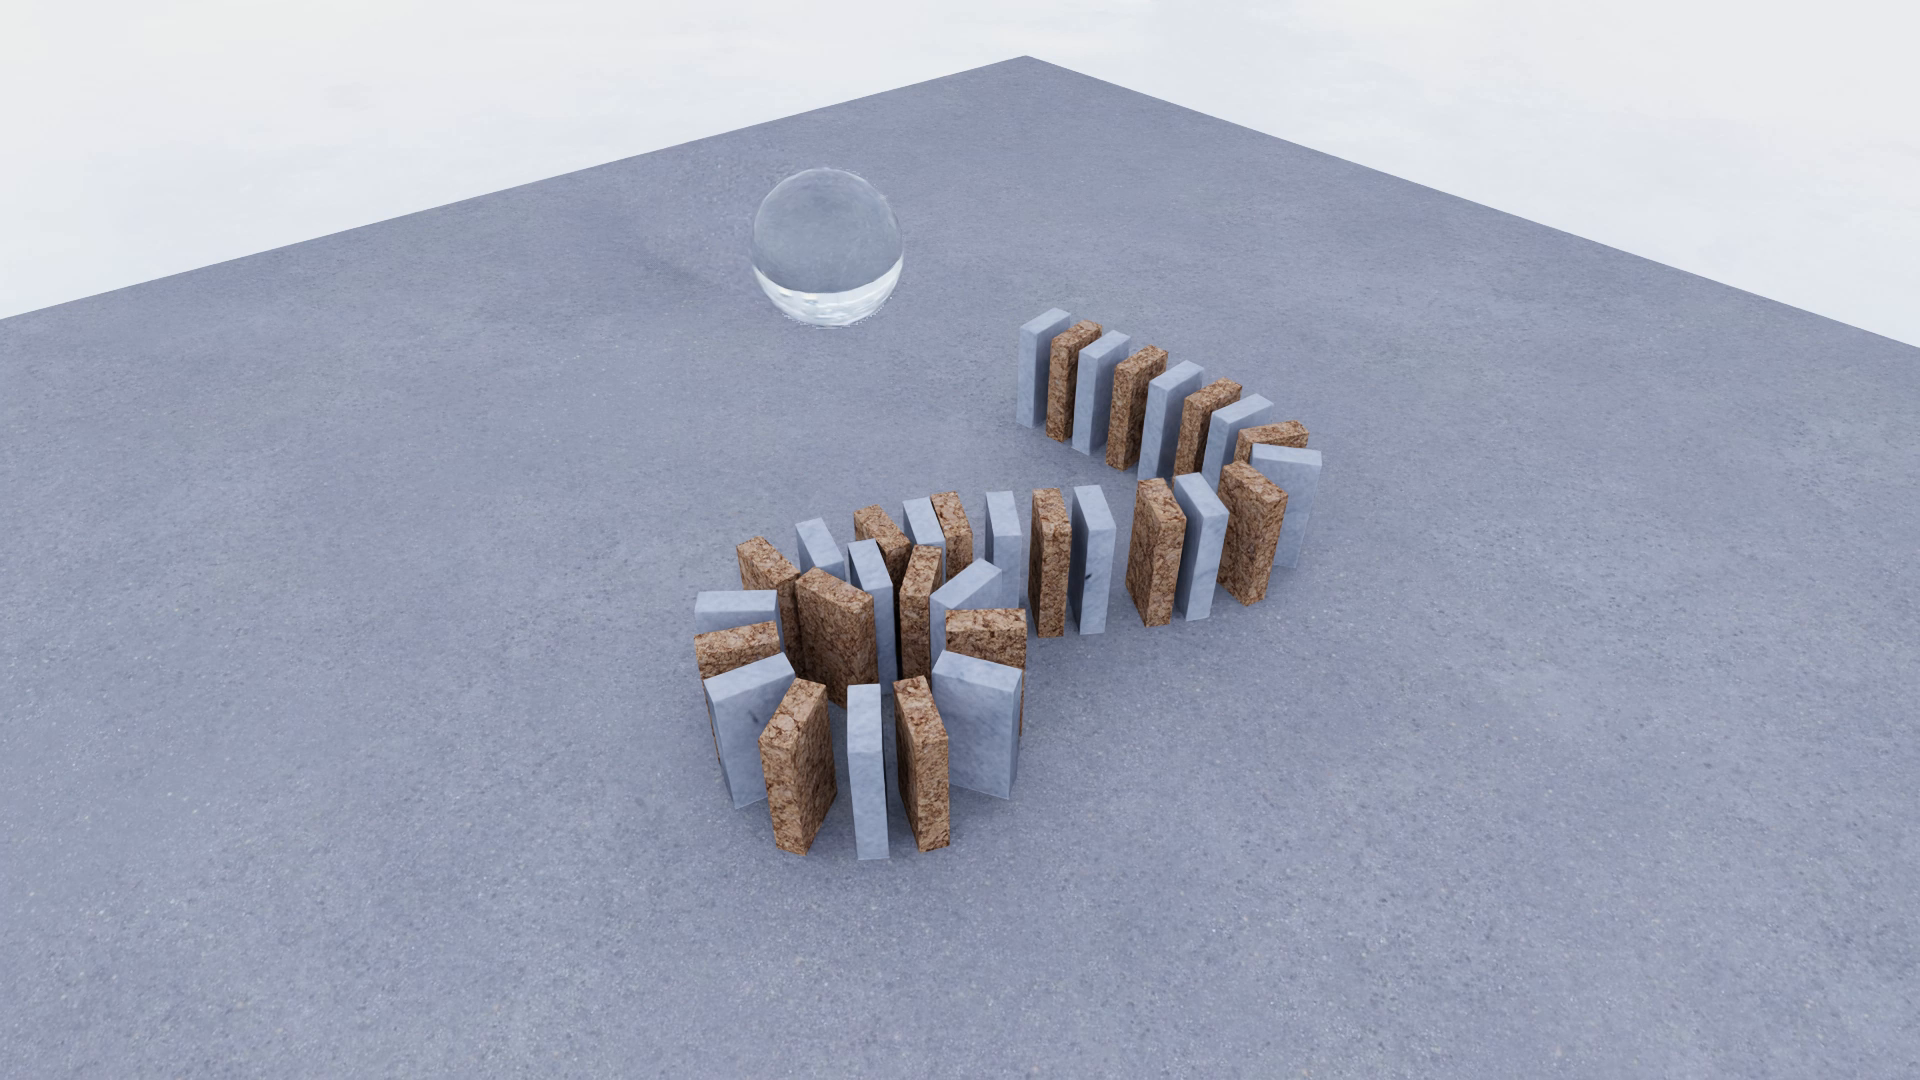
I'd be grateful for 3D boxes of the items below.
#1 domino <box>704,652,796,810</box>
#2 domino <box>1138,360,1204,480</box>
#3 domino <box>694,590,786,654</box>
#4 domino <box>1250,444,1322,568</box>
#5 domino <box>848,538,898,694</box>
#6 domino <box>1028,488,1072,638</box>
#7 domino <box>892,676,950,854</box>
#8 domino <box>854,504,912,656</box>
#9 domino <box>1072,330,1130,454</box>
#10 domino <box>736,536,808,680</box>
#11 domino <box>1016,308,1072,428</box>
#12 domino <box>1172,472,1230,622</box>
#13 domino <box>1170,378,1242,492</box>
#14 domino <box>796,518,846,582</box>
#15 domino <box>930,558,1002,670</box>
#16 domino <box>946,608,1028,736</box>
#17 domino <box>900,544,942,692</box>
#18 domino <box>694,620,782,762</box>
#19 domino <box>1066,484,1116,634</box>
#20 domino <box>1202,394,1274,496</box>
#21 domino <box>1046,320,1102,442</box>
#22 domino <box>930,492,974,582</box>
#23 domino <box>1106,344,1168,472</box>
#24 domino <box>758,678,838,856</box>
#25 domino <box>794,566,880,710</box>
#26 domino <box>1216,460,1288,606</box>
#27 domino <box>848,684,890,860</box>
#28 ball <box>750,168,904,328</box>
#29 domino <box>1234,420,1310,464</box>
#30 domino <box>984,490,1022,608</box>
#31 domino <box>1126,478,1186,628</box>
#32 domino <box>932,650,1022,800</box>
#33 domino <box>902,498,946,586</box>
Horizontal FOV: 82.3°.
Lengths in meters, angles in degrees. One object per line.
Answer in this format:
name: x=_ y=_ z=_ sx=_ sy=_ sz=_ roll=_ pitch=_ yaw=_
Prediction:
domino: x=-0.062 y=0.059 z=0.339 sx=0.025 sy=0.050 sz=0.009 roll=-19 pitch=43 yaw=-21
domino: x=0.090 y=-0.049 z=0.472 sx=0.025 sy=0.050 sz=0.009 roll=-32 pitch=49 yaw=-33
domino: x=-0.071 y=0.039 z=0.364 sx=0.025 sy=0.050 sz=0.010 roll=-1 pitch=39 yaw=-2
domino: x=0.122 y=-0.013 z=0.427 sx=0.025 sy=0.050 sz=0.009 roll=8 pitch=40 yaw=9
domino: x=-0.030 y=0.027 z=0.378 sx=0.010 sy=0.050 sz=0.025 roll=-11 pitch=41 yaw=-13
domino: x=0.032 y=0.009 z=0.401 sx=0.009 sy=0.050 sz=0.025 roll=-4 pitch=39 yaw=-5
domino: x=-0.011 y=0.068 z=0.329 sx=0.009 sy=0.050 sz=0.025 roll=-11 pitch=41 yaw=-13
domino: x=-0.027 y=0.015 z=0.393 sx=0.009 sy=0.050 sz=0.025 roll=-20 pitch=43 yaw=-23
domino: x=0.063 y=-0.066 z=0.491 sx=0.009 sy=0.050 sz=0.025 roll=29 pitch=48 yaw=31
domino: x=-0.064 y=0.026 z=0.380 sx=0.009 sy=0.050 sz=0.025 roll=-28 pitch=47 yaw=-29
domino: x=0.038 y=-0.079 z=0.508 sx=0.010 sy=0.050 sz=0.025 roll=30 pitch=48 yaw=31
domino: x=0.086 y=0.003 z=0.408 sx=0.009 sy=0.050 sz=0.025 roll=-10 pitch=40 yaw=-11
domino: x=0.103 y=-0.041 z=0.461 sx=0.025 sy=0.050 sz=0.009 roll=-29 pitch=47 yaw=-31
domino: x=-0.048 y=0.020 z=0.387 sx=0.010 sy=0.050 sz=0.025 roll=-15 pitch=42 yaw=-18
domino: x=0.002 y=0.033 z=0.371 sx=0.009 sy=0.050 sz=0.025 roll=29 pitch=47 yaw=30
domino: x=0.008 y=0.044 z=0.358 sx=0.025 sy=0.050 sz=0.010 roll=-1 pitch=39 yaw=-2
domino: x=-0.013 y=0.029 z=0.376 sx=0.009 sy=0.050 sz=0.025 roll=6 pitch=40 yaw=7
domino: x=-0.068 y=0.049 z=0.351 sx=0.025 sy=0.050 sz=0.009 roll=-10 pitch=40 yaw=-12
domino: x=0.047 y=0.008 z=0.402 sx=0.010 sy=0.050 sz=0.025 roll=-5 pitch=40 yaw=-6
domino: x=0.112 y=-0.033 z=0.452 sx=0.025 sy=0.050 sz=0.009 roll=-24 pitch=45 yaw=-26
domino: x=0.052 y=-0.072 z=0.499 sx=0.009 sy=0.050 sz=0.025 roll=29 pitch=47 yaw=31
domino: x=-0.003 y=0.010 z=0.399 sx=0.009 sy=0.050 sz=0.025 roll=-9 pitch=40 yaw=-10
domino: x=0.077 y=-0.057 z=0.481 sx=0.009 sy=0.050 sz=0.025 roll=31 pitch=48 yaw=32
domino: x=-0.048 y=0.068 z=0.328 sx=0.010 sy=0.050 sz=0.025 roll=12 pitch=41 yaw=14
domino: x=-0.041 y=0.035 z=0.369 sx=0.025 sy=0.050 sz=0.009 roll=25 pitch=45 yaw=27
domino: x=0.107 y=-0.002 z=0.414 sx=0.010 sy=0.050 sz=0.025 roll=-20 pitch=43 yaw=-22
domino: x=-0.027 y=0.069 z=0.327 sx=0.010 sy=0.050 sz=0.025 roll=-3 pitch=39 yaw=-3
ball: x=-0.069 y=-0.152 z=0.573 sx=0.080 sy=0.080 sz=0.080 roll=0 pitch=39 yaw=0
domino: x=0.121 y=-0.023 z=0.439 sx=0.025 sy=0.050 sz=0.010 roll=-11 pitch=41 yaw=-13
domino: x=0.015 y=0.010 z=0.399 sx=0.010 sy=0.050 sz=0.025 roll=-3 pitch=39 yaw=-4
domino: x=0.072 y=0.005 z=0.405 sx=0.010 sy=0.050 sz=0.025 roll=-7 pitch=40 yaw=-9
domino: x=0.005 y=0.058 z=0.341 sx=0.025 sy=0.050 sz=0.010 roll=12 pitch=41 yaw=15
domino: x=-0.013 y=0.012 z=0.396 sx=0.009 sy=0.050 sz=0.025 roll=-9 pitch=40 yaw=-11
